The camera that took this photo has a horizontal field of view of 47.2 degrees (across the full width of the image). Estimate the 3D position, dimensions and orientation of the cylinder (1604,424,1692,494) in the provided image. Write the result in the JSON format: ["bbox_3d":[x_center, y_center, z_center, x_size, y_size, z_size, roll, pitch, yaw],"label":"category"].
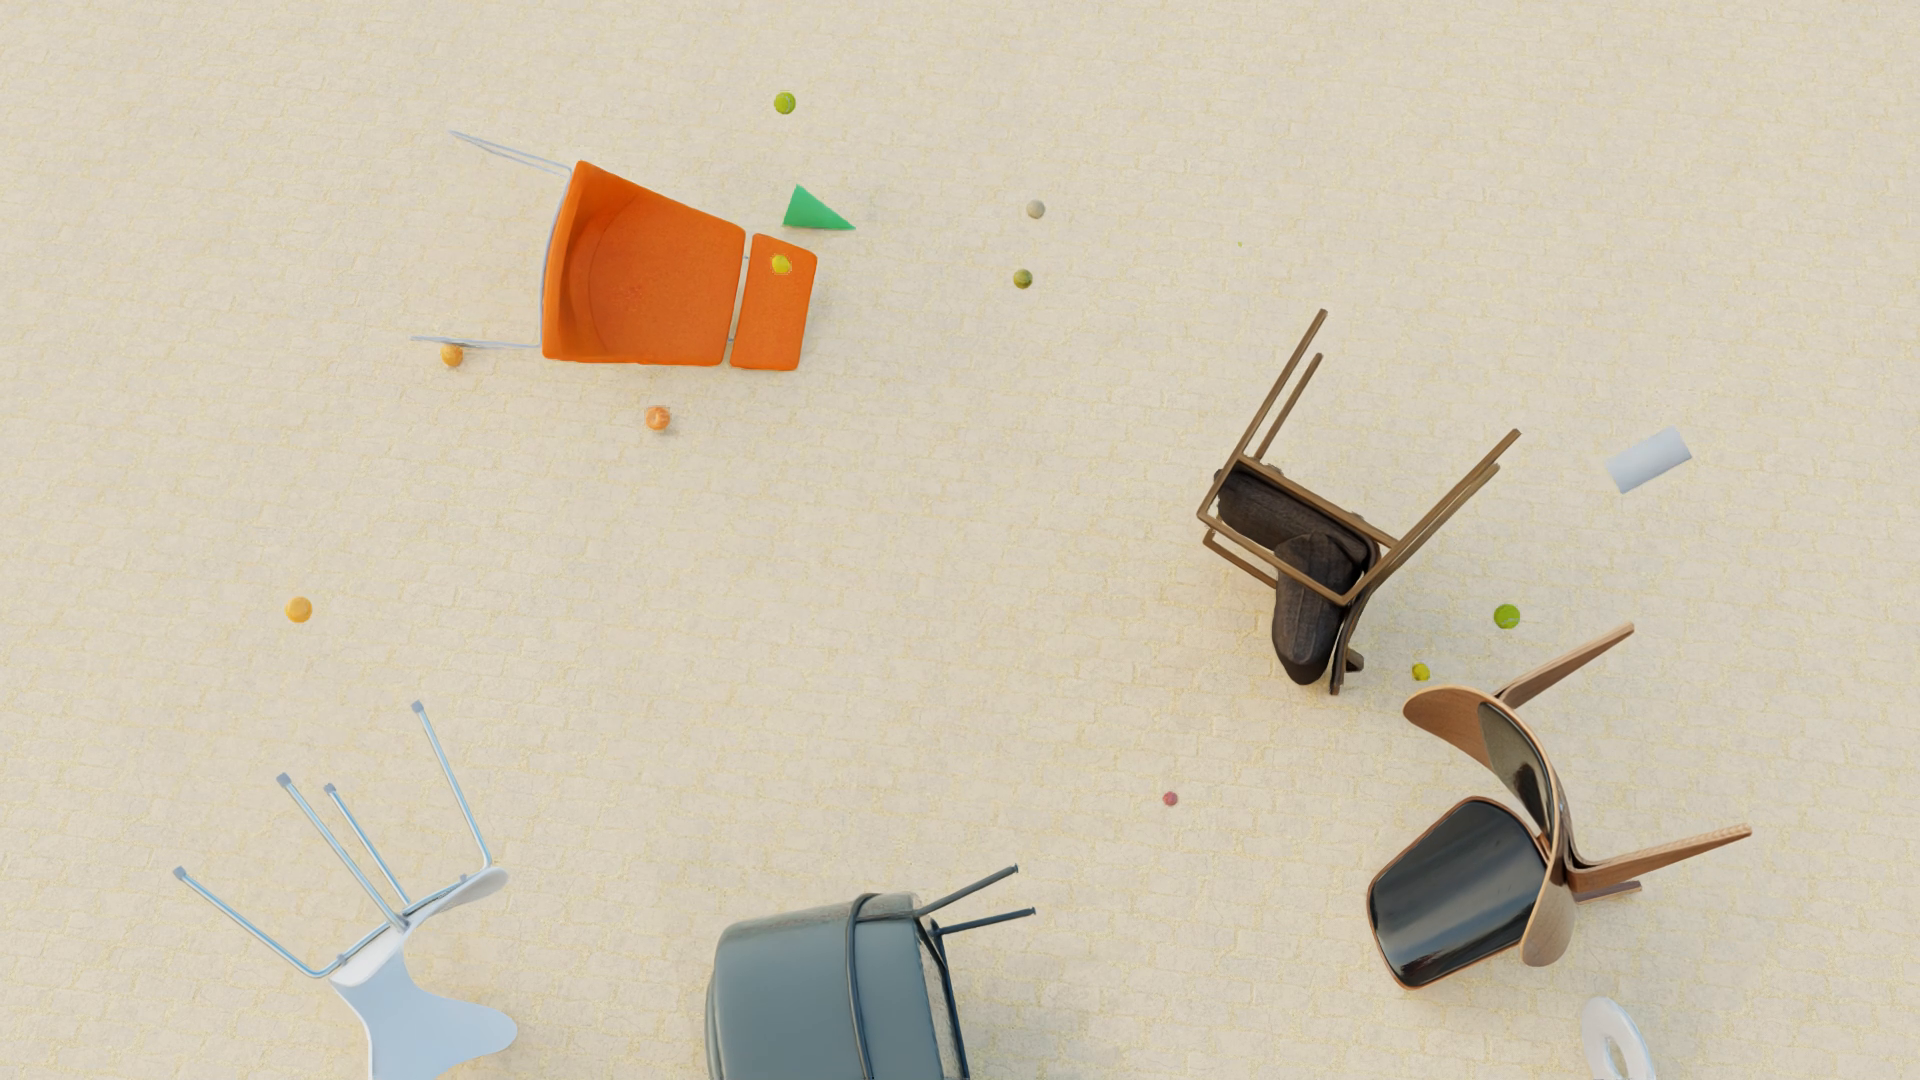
[{"bbox_3d":[1.975,-0.232,6.314,0.219,0.085,0.109,-30,77,16],"label":"cylinder"}]

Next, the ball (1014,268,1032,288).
[{"bbox_3d":[0.203,-0.843,7.101,0.064,0.064,0.064,0,56,0],"label":"ball"}]

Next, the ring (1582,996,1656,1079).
[{"bbox_3d":[1.649,1.299,5.511,0.045,0.322,0.315,-14,23,-13],"label":"ring"}]

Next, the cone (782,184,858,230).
[{"bbox_3d":[-0.448,-1.064,7.247,0.241,0.151,0.106,20,26,-7],"label":"cone"}]

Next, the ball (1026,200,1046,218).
[{"bbox_3d":[0.251,-1.094,7.269,0.064,0.064,0.064,0,56,0],"label":"ball"}]
